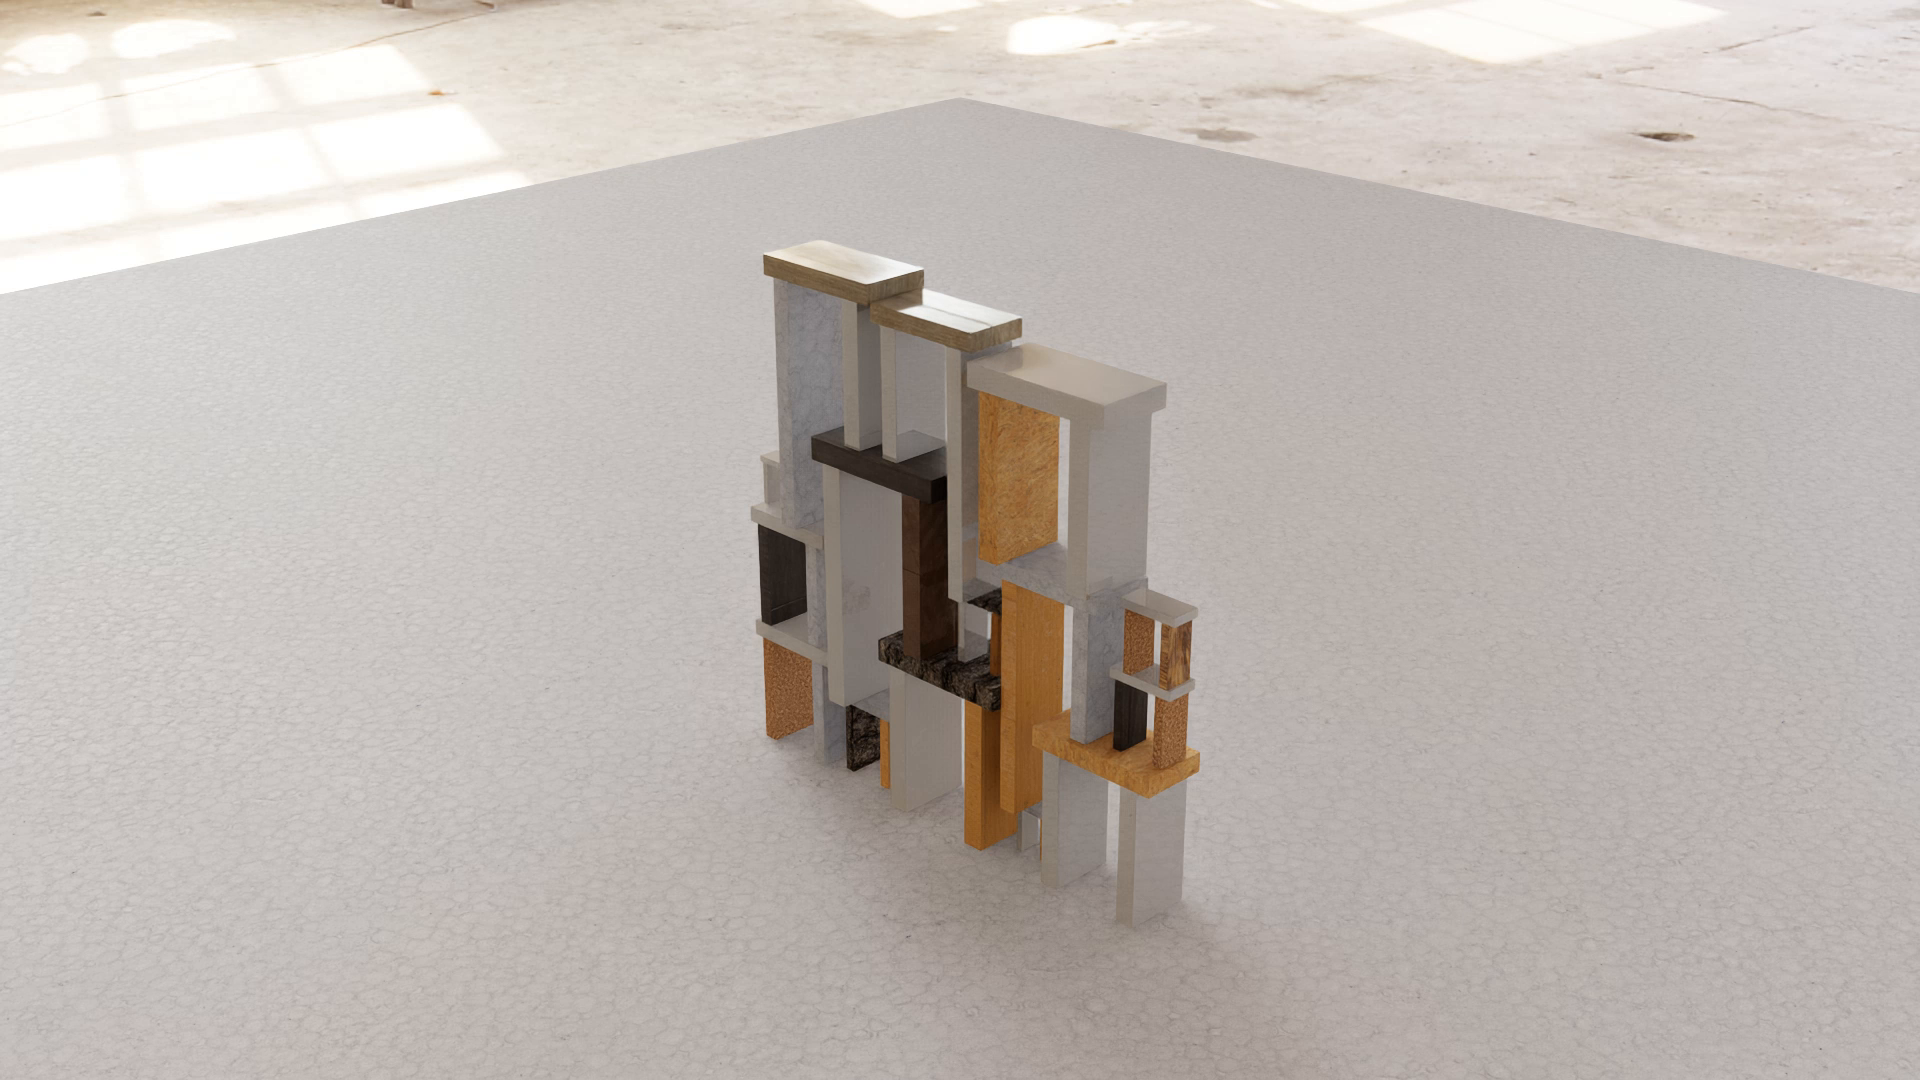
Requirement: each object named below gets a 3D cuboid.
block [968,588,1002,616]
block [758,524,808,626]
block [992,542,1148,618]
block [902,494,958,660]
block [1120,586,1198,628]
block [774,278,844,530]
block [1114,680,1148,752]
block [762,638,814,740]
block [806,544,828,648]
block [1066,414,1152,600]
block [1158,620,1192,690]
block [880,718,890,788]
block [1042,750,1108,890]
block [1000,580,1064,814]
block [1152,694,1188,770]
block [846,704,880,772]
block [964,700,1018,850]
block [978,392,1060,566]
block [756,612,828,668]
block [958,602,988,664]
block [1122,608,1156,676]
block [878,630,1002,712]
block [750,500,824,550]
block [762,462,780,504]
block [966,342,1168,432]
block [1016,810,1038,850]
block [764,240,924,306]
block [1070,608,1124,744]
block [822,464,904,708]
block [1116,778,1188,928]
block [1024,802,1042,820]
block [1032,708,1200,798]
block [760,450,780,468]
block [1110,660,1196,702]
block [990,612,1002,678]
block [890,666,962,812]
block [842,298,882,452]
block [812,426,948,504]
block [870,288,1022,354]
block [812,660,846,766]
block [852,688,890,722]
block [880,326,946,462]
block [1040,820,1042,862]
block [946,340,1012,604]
[{"bbox_3d":[0.059,0.111,4.217,0.129,0.018,0.064,20,30,39],"label":"block"},{"bbox_3d":[-0.370,0.058,4.649,0.032,0.225,0.113,21,31,41],"label":"block"},{"bbox_3d":[0.201,0.066,4.041,0.266,0.038,0.133,21,31,40],"label":"block"},{"bbox_3d":[-0.034,0.050,4.283,0.048,0.338,0.169,21,31,41],"label":"block"},{"bbox_3d":[0.352,0.118,3.887,0.127,0.018,0.063,21,31,41],"label":"block"},{"bbox_3d":[-0.297,-0.287,4.426,0.042,0.521,0.149,21,31,41],"label":"block"},{"bbox_3d":[0.312,0.309,4.017,0.020,0.141,0.071,21,31,41],"label":"block"},{"bbox_3d":[-0.366,0.303,4.746,0.033,0.235,0.117,21,31,41],"label":"block"},{"bbox_3d":[-0.264,0.100,4.552,0.032,0.225,0.113,21,31,41],"label":"block"},{"bbox_3d":[0.264,-0.072,3.899,0.047,0.328,0.164,21,31,40],"label":"block"},{"bbox_3d":[0.381,0.197,3.887,0.018,0.127,0.063,21,31,41],"label":"block"},{"bbox_3d":[-0.128,0.429,4.549,0.022,0.157,0.078,21,31,41],"label":"block"},{"bbox_3d":[0.220,0.510,4.195,0.040,0.285,0.143,21,31,41],"label":"block"},{"bbox_3d":[0.138,0.283,4.201,0.038,0.486,0.133,21,31,40],"label":"block"},{"bbox_3d":[0.379,0.335,3.955,0.020,0.141,0.071,21,31,41],"label":"block"},{"bbox_3d":[-0.202,0.400,4.617,0.022,0.157,0.078,21,31,41],"label":"block"},{"bbox_3d":[0.081,0.437,4.325,0.045,0.318,0.159,21,31,41],"label":"block"},{"bbox_3d":[0.109,-0.133,4.041,0.047,0.329,0.164,21,31,40],"label":"block"},{"bbox_3d":[-0.310,0.201,4.643,0.235,0.033,0.117,21,31,41],"label":"block"},{"bbox_3d":[0.025,0.168,4.270,0.018,0.129,0.064,22,31,40],"label":"block"},{"bbox_3d":[0.322,0.174,3.942,0.018,0.127,0.063,21,31,41],"label":"block"},{"bbox_3d":[0.006,0.240,4.323,0.318,0.045,0.159,21,31,41],"label":"block"},{"bbox_3d":[-0.317,-0.039,4.550,0.225,0.032,0.112,21,31,41],"label":"block"},{"bbox_3d":[-0.389,-0.124,4.594,0.013,0.090,0.045,21,31,41],"label":"block"},{"bbox_3d":[0.187,-0.275,3.896,0.328,0.047,0.164,21,31,40],"label":"block"},{"bbox_3d":[0.133,0.560,4.321,0.013,0.093,0.046,21,31,41],"label":"block"},{"bbox_3d":[-0.226,-0.519,4.252,0.298,0.042,0.149,21,31,41],"label":"block"},{"bbox_3d":[0.264,0.230,4.043,0.133,0.266,0.038,-21,31,-41],"label":"block"},{"bbox_3d":[-0.193,0.072,4.465,0.048,0.521,0.169,21,31,41],"label":"block"},{"bbox_3d":[0.355,0.562,4.071,0.040,0.285,0.143,21,31,41],"label":"block"},{"bbox_3d":[0.155,0.520,4.280,0.093,0.013,0.046,21,31,41],"label":"block"},{"bbox_3d":[0.287,0.386,4.069,0.285,0.040,0.143,21,31,41],"label":"block"},{"bbox_3d":[-0.367,-0.163,4.555,0.045,0.013,0.090,-21,31,-41],"label":"block"},{"bbox_3d":[0.346,0.248,3.955,0.141,0.020,0.071,21,31,41],"label":"block"},{"bbox_3d":[0.088,0.192,4.214,0.018,0.129,0.064,22,32,40],"label":"block"},{"bbox_3d":[-0.069,0.378,4.463,0.045,0.318,0.159,21,31,41],"label":"block"},{"bbox_3d":[-0.156,-0.335,4.253,0.149,0.298,0.042,-21,31,-41],"label":"block"},{"bbox_3d":[-0.114,-0.159,4.281,0.169,0.048,0.338,-21,31,-41],"label":"block"},{"bbox_3d":[-0.027,-0.409,4.078,0.133,0.038,0.266,-22,31,-40],"label":"block"},{"bbox_3d":[-0.255,0.346,4.644,0.033,0.235,0.117,21,31,41],"label":"block"},{"bbox_3d":[-0.165,0.333,4.548,0.157,0.022,0.078,21,31,41],"label":"block"},{"bbox_3d":[-0.088,-0.293,4.194,0.133,0.266,0.038,-21,31,-41],"label":"block"},{"bbox_3d":[0.177,0.578,4.281,0.013,0.093,0.046,21,31,41],"label":"block"},{"bbox_3d":[0.037,-0.135,4.127,0.133,0.505,0.038,-21,31,-40],"label":"block"}]
